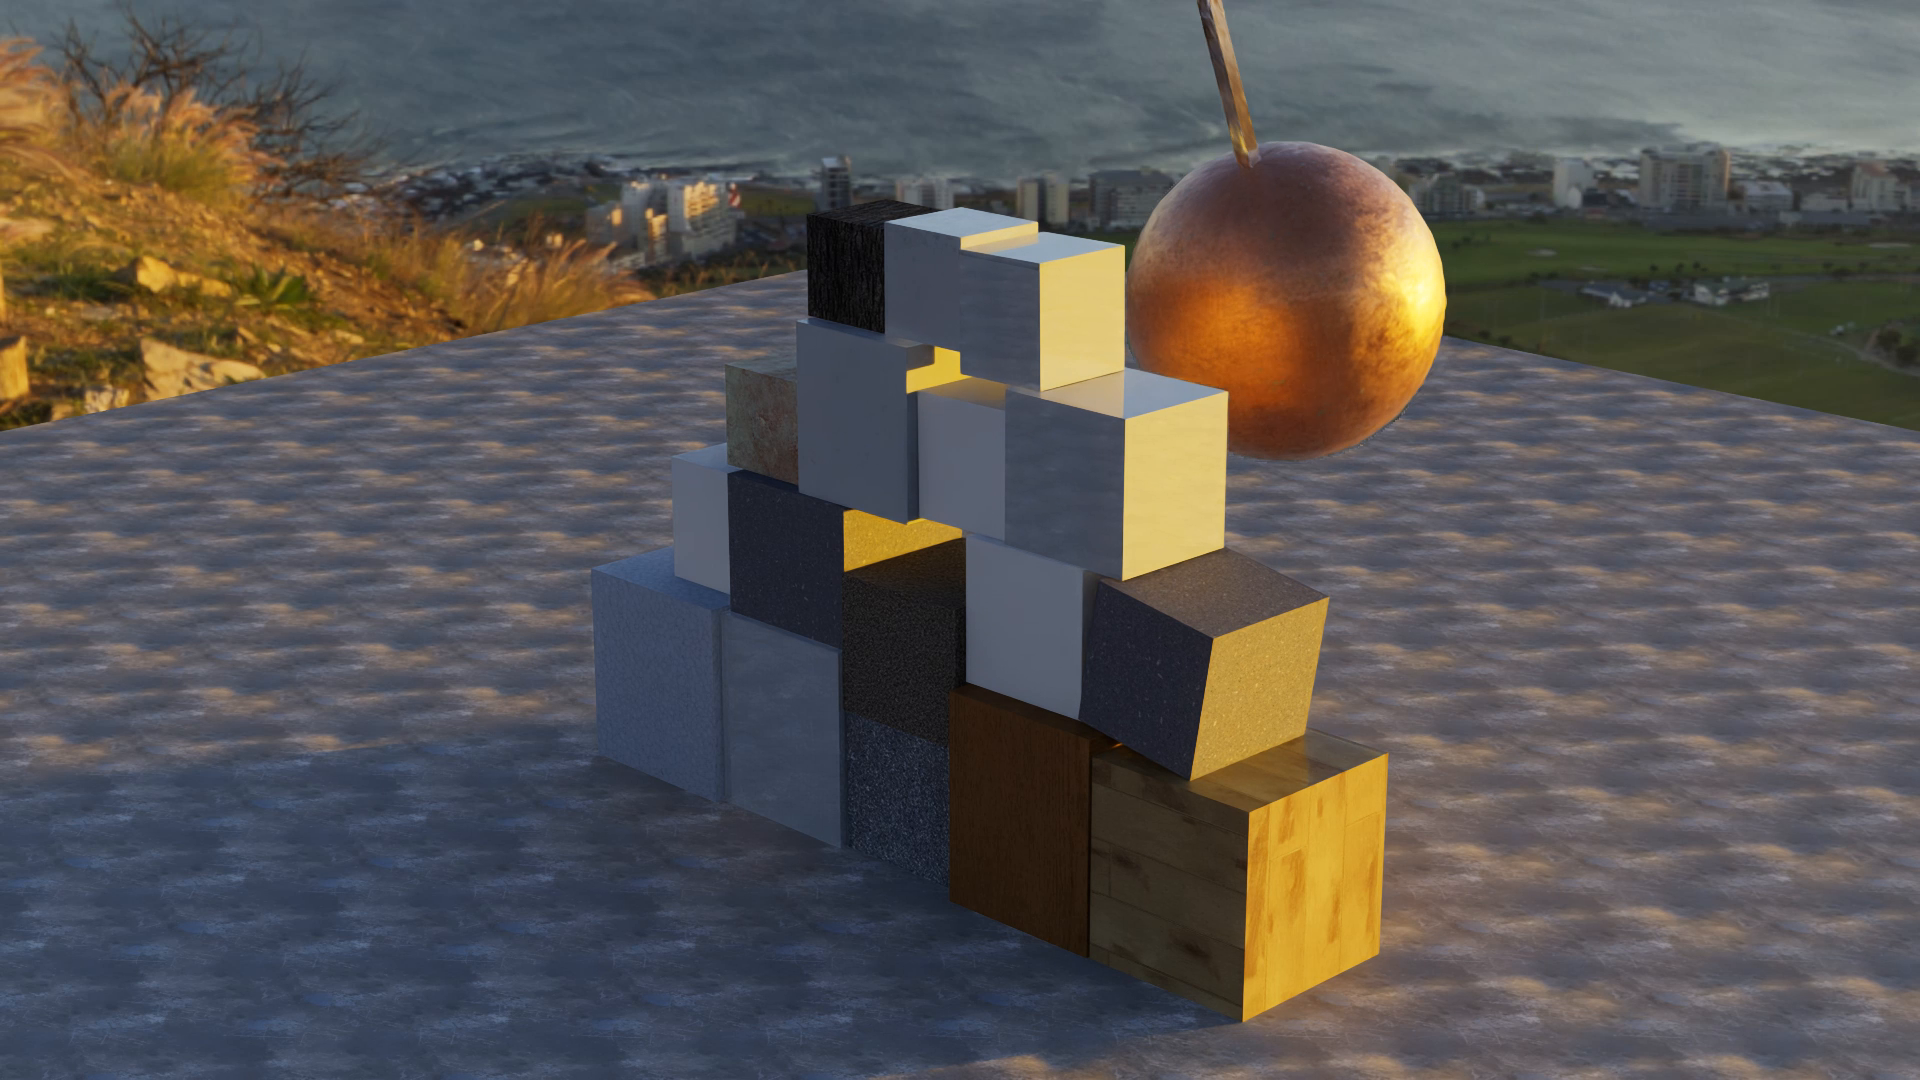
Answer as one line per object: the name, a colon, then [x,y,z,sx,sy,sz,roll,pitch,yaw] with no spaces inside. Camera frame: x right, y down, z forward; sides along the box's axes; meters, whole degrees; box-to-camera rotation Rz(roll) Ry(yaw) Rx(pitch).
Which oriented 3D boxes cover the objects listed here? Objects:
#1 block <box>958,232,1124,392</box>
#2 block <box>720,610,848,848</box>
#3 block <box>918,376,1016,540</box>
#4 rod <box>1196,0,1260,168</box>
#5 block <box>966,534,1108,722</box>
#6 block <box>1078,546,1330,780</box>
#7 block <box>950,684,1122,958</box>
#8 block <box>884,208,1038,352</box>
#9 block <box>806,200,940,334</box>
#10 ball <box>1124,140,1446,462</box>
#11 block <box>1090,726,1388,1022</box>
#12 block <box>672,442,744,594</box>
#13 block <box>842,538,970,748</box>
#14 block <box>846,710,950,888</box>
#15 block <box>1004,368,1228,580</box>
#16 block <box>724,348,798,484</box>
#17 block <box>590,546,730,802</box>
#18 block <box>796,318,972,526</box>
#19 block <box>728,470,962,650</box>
block: [0.354,-0.994,12.665,0.530,0.550,0.480,-17,23,-42]
block: [-0.547,0.805,14.167,0.863,0.970,0.827,-17,24,-42]
block: [0.225,-0.387,12.995,0.597,0.582,0.563,-17,23,-42]
rod: [0.703,-3.912,12.849,0.080,5.200,0.080,17,46,42]
block: [0.505,0.308,12.879,0.662,0.677,0.693,-17,24,-42]
block: [1.027,0.500,12.399,0.751,0.656,0.639,-17,33,-42]
block: [0.585,1.130,13.071,0.954,1.007,0.835,-17,24,-42]
block: [0.004,-1.157,12.965,0.477,0.506,0.480,17,24,42]
block: [-0.338,-1.249,13.317,0.502,0.470,0.503,17,24,42]
ball: [1.623,-1.191,14.668,1.600,1.600,1.600,0,17,0]
block: [1.183,1.349,12.500,0.917,0.931,0.854,-17,24,-42]
block: [-1.027,-0.114,14.386,0.531,0.612,0.550,-17,24,-42]
block: [-0.005,0.463,13.464,0.777,0.662,0.732,-17,24,-42]
block: [0.011,1.111,13.659,0.752,0.691,0.758,-17,24,-42]
block: [0.664,-0.303,12.534,0.650,0.695,0.684,-17,24,-42]
block: [-0.715,-0.590,13.887,0.530,0.491,0.585,-17,24,-42]
block: [-1.173,0.608,14.760,0.960,0.990,0.921,-17,24,-42]
block: [-0.232,-0.606,13.405,0.725,0.810,0.720,-17,24,-42]
block: [-0.545,0.018,13.913,0.759,0.684,0.806,-17,24,-42]
